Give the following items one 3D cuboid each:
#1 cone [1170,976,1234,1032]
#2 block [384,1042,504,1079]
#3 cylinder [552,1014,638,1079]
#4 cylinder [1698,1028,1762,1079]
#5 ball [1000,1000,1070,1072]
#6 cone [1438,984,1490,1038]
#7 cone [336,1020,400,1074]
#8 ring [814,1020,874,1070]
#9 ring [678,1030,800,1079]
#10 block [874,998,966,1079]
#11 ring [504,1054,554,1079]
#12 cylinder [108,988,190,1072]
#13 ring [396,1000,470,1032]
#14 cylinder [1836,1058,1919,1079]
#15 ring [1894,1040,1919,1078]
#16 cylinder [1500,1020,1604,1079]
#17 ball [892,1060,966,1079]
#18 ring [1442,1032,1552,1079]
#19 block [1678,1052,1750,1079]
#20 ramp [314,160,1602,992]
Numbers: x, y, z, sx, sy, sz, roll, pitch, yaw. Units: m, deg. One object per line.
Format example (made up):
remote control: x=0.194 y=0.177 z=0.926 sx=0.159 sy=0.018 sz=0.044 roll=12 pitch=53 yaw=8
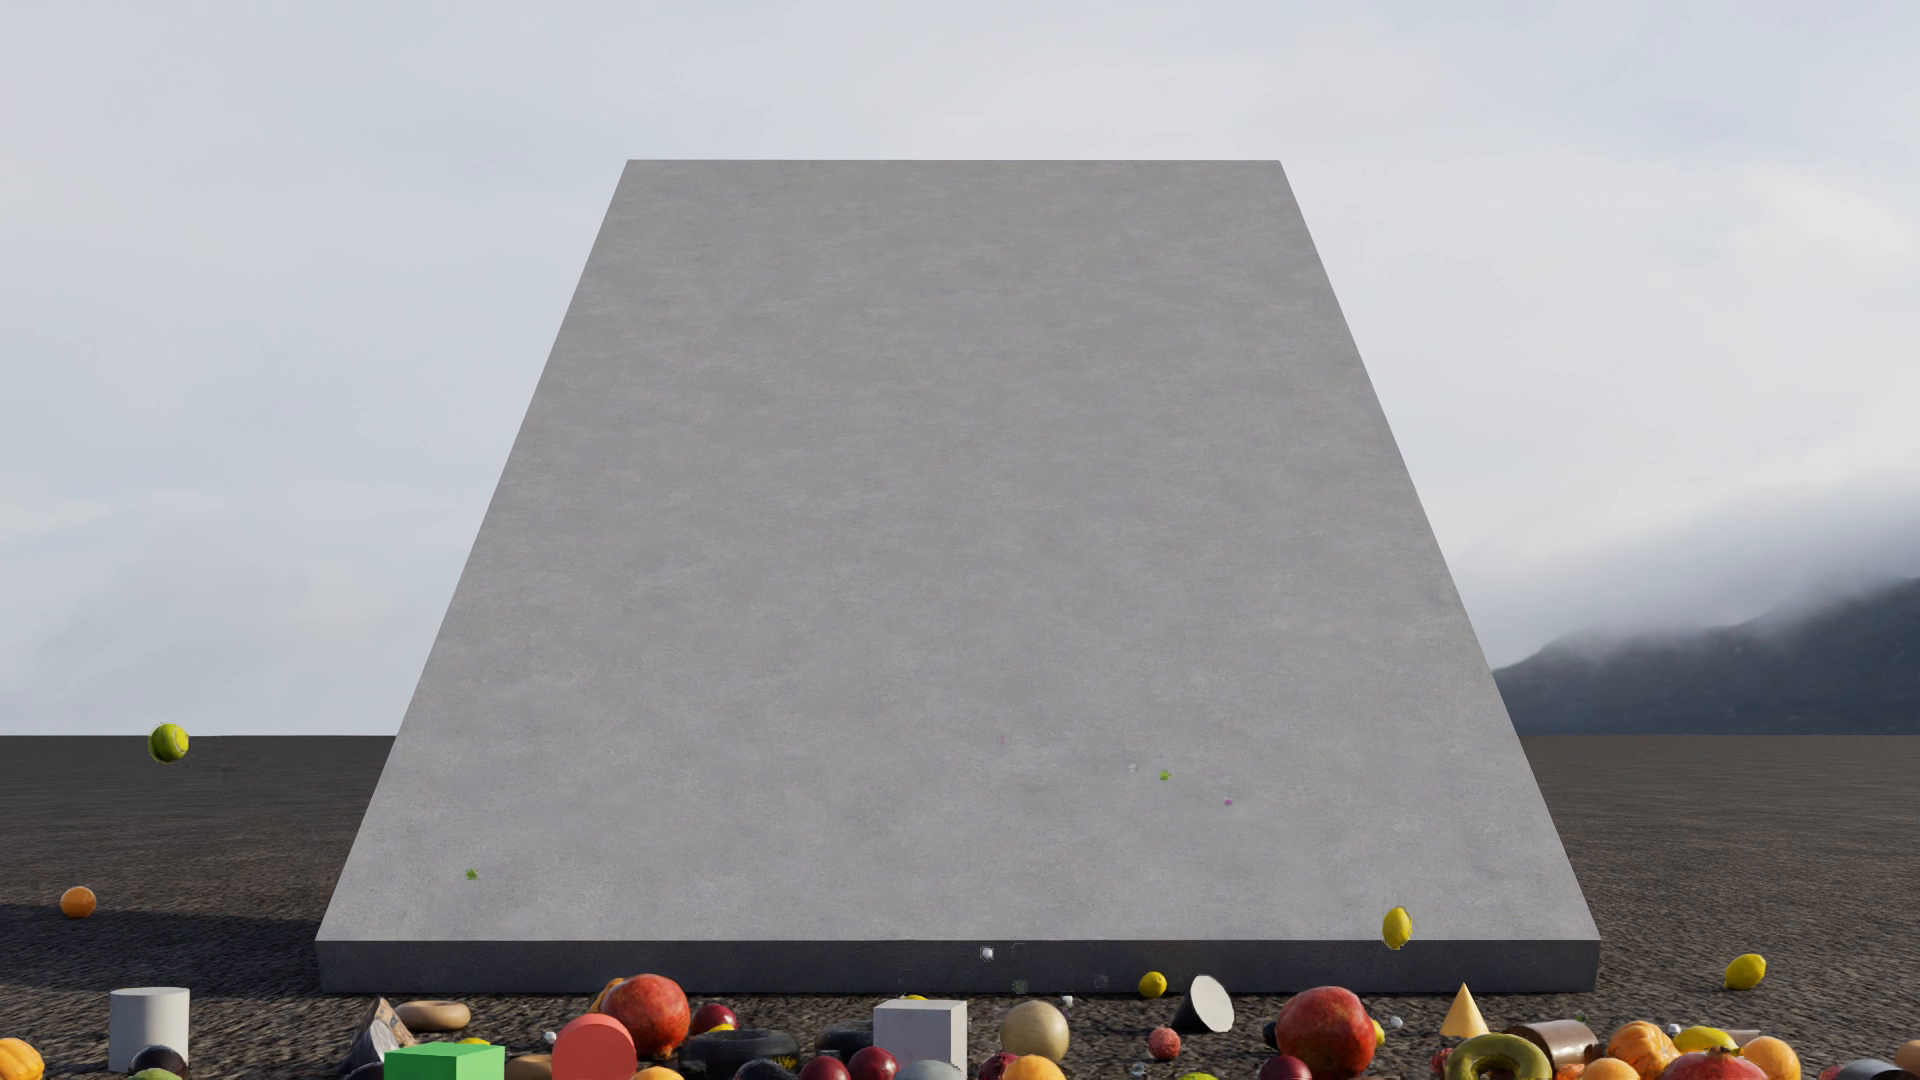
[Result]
cone: x=0.319 y=0.656 z=3.262 sx=0.083 sy=0.083 sz=0.083 roll=5 pitch=-33 yaw=-47
block: x=-0.527 y=0.564 z=2.416 sx=0.087 sy=0.087 sz=0.087 roll=-2 pitch=-5 yaw=22
cylinder: x=-0.406 y=0.577 z=2.623 sx=0.093 sy=0.093 sz=0.093 roll=1 pitch=-5 yaw=-9
cylinder: x=0.888 y=0.598 z=2.724 sx=0.068 sy=0.068 sz=0.068 roll=-2 pitch=-5 yaw=19
ball: x=0.091 y=0.601 z=2.863 sx=0.084 sy=0.084 sz=0.084 roll=0 pitch=-5 yaw=0
cone: x=0.686 y=0.636 z=3.216 sx=0.070 sy=0.070 sz=0.070 roll=0 pitch=-5 yaw=0
cone: x=-0.719 y=0.626 z=2.843 sx=0.071 sy=0.071 sz=0.071 roll=-27 pitch=-7 yaw=4
ring: x=-0.109 y=0.625 z=2.922 sx=0.143 sy=0.048 sz=0.143 roll=1 pitch=-4 yaw=0
ring: x=-0.264 y=0.616 z=2.826 sx=0.147 sy=0.049 sz=0.147 roll=-1 pitch=-4 yaw=0
block: x=-0.046 y=0.589 z=2.765 sx=0.092 sy=0.092 sz=0.092 roll=-1 pitch=-5 yaw=11
ring: x=-0.479 y=0.617 z=2.737 sx=0.098 sy=0.033 sz=0.098 roll=1 pitch=-5 yaw=0
cylinder: x=-0.994 y=0.600 z=2.900 sx=0.092 sy=0.092 sz=0.092 roll=0 pitch=-5 yaw=0
ring: x=-0.731 y=0.658 z=3.268 sx=0.106 sy=0.035 sz=0.106 roll=1 pitch=-6 yaw=0
cylinder: x=0.927 y=0.565 z=2.375 sx=0.077 sy=0.077 sz=0.077 roll=0 pitch=-5 yaw=2
ring: x=1.164 y=0.613 z=2.765 sx=0.134 sy=0.045 sz=0.134 roll=1 pitch=-3 yaw=0
cylinder: x=0.652 y=0.580 z=2.626 sx=0.088 sy=0.088 sz=0.088 roll=4 pitch=-6 yaw=-38
ball: x=-0.030 y=0.553 z=2.304 sx=0.091 sy=0.091 sz=0.091 roll=0 pitch=-5 yaw=0
ring: x=0.574 y=0.574 z=2.529 sx=0.117 sy=0.039 sz=0.117 roll=-10 pitch=30 yaw=6
block: x=0.826 y=0.594 z=2.590 sx=0.055 sy=0.055 sz=0.055 roll=4 pitch=-6 yaw=-38
ramp: x=-0.010 y=-0.228 z=5.485 sx=2.000 sy=0.100 sz=4.000 roll=0 pitch=27 yaw=0
